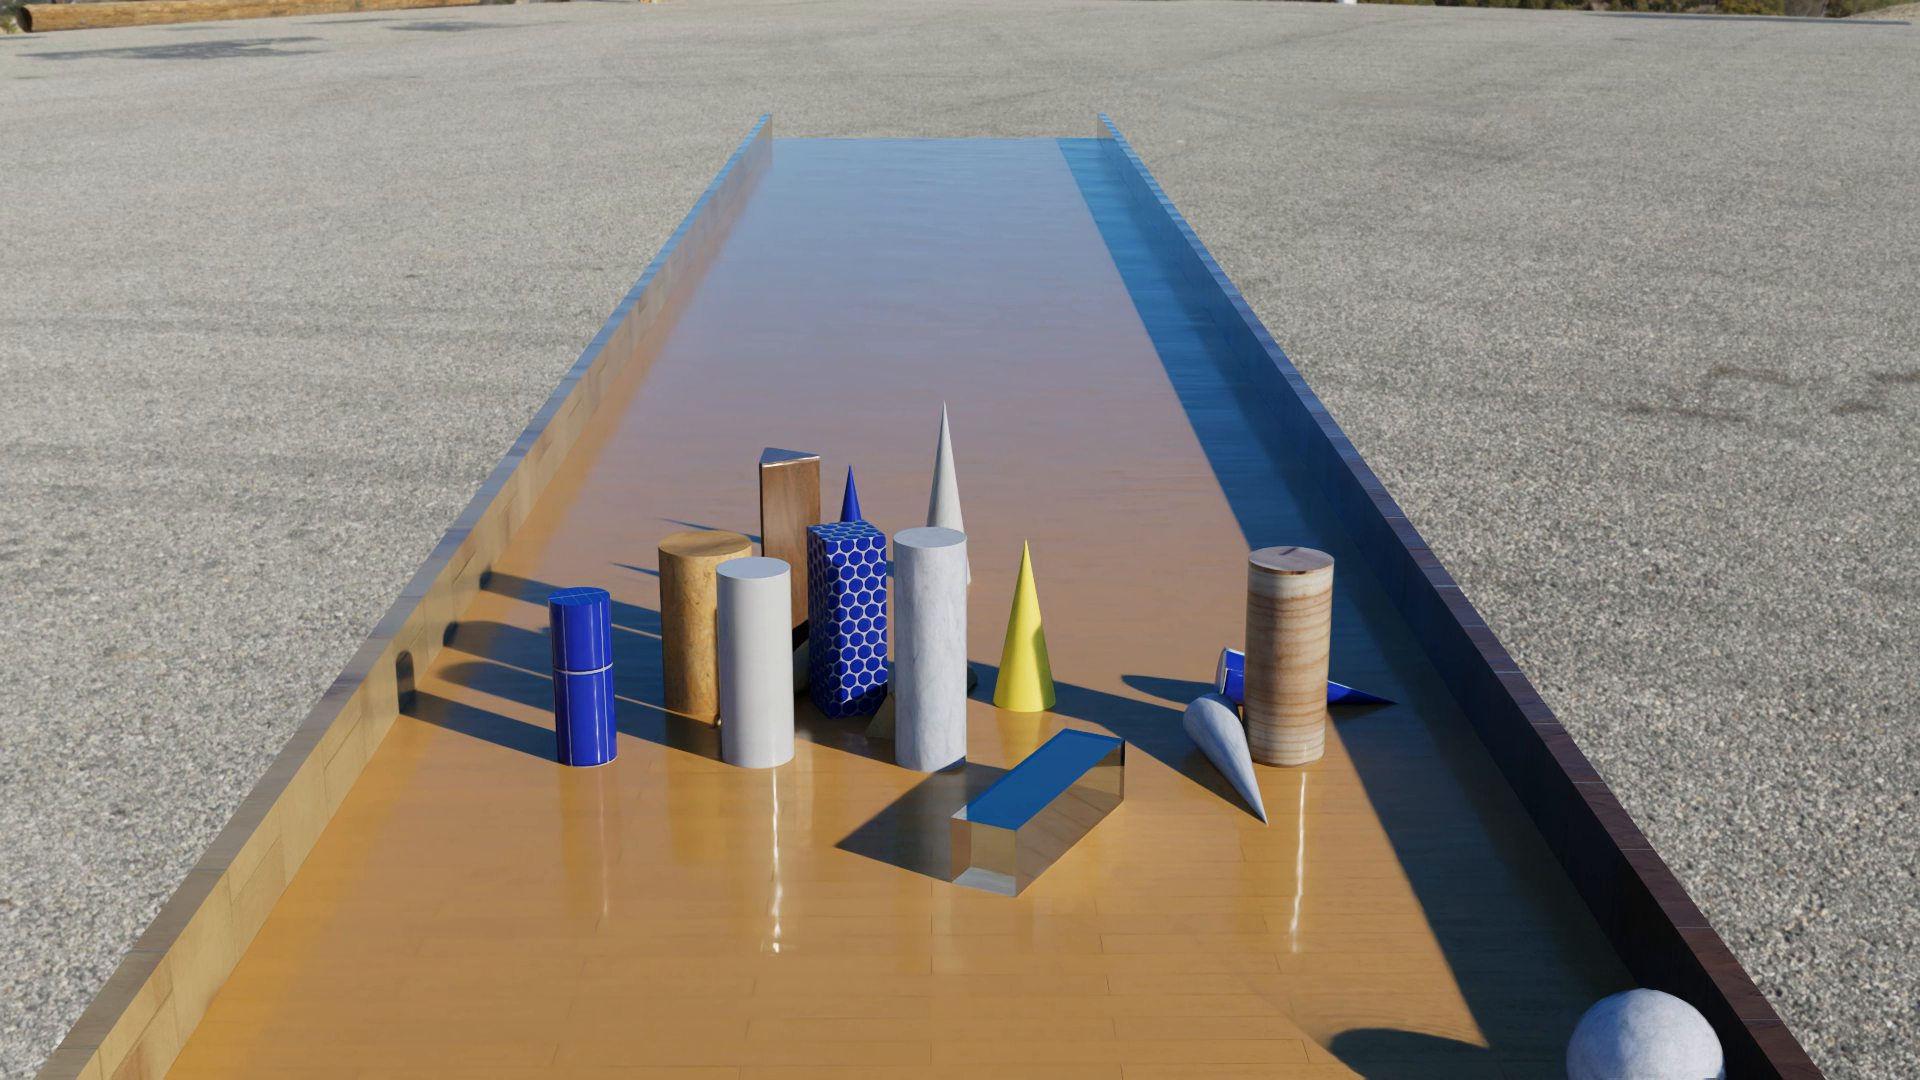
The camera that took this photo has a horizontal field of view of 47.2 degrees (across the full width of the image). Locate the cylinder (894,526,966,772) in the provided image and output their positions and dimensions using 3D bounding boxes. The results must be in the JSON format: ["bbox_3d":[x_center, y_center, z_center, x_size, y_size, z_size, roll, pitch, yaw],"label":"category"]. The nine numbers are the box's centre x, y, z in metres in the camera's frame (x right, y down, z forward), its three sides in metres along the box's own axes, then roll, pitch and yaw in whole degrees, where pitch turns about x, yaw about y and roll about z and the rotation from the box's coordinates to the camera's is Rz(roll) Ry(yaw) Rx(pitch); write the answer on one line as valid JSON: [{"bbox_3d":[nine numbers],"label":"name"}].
[{"bbox_3d":[-0.052,0.192,3.860,0.128,0.411,0.128,0,17,0],"label":"cylinder"}]

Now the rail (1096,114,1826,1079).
[{"bbox_3d":[0.932,-0.844,7.801,0.050,0.150,12.000,0,17,-1],"label":"rail"}]

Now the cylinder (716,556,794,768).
[{"bbox_3d":[-0.361,0.216,3.885,0.130,0.350,0.130,0,17,0],"label":"cylinder"}]

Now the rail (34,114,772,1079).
[{"bbox_3d":[-1.118,-0.838,7.780,0.050,0.150,12.000,0,17,-1],"label":"rail"}]

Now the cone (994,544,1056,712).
[{"bbox_3d":[0.123,0.152,4.150,0.121,0.323,0.121,0,17,0],"label":"cone"}]

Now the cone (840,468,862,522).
[{"bbox_3d":[-0.228,0.004,4.610,0.129,0.343,0.129,0,17,0],"label":"cone"}]

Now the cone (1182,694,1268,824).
[{"bbox_3d":[0.481,0.398,3.797,0.106,0.106,0.361,-3,25,-9],"label":"cone"}]

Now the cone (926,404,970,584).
[{"bbox_3d":[-0.034,-0.109,4.866,0.118,0.415,0.118,0,17,0],"label":"cone"}]

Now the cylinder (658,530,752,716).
[{"bbox_3d":[-0.477,0.155,4.158,0.175,0.311,0.175,0,17,0],"label":"cylinder"}]

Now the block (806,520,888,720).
[{"bbox_3d":[-0.212,0.148,4.122,0.115,0.345,0.115,-7,18,-22],"label":"block"}]

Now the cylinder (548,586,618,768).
[{"bbox_3d":[-0.665,0.242,3.885,0.106,0.301,0.106,0,17,0],"label":"cylinder"}]

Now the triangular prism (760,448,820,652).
[{"bbox_3d":[-0.360,0.026,4.416,0.128,0.413,0.111,-9,19,-28],"label":"triangular prism"}]

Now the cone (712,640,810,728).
[{"bbox_3d":[-0.331,0.269,4.206,0.132,0.132,0.432,13,29,36],"label":"cone"}]

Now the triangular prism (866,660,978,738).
[{"bbox_3d":[-0.069,0.275,4.145,0.098,0.085,0.338,6,17,20],"label":"triangular prism"}]

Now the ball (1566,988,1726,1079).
[{"bbox_3d":[0.845,0.649,2.711,0.189,0.189,0.189,0,17,0],"label":"ball"}]

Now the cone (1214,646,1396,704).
[{"bbox_3d":[0.664,0.284,4.175,0.345,0.111,0.111,9,16,-2],"label":"cone"}]

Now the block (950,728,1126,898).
[{"bbox_3d":[0.132,0.435,3.566,0.112,0.112,0.421,8,19,26],"label":"block"}]

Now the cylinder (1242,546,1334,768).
[{"bbox_3d":[0.579,0.207,3.894,0.149,0.363,0.149,0,16,0],"label":"cylinder"}]
